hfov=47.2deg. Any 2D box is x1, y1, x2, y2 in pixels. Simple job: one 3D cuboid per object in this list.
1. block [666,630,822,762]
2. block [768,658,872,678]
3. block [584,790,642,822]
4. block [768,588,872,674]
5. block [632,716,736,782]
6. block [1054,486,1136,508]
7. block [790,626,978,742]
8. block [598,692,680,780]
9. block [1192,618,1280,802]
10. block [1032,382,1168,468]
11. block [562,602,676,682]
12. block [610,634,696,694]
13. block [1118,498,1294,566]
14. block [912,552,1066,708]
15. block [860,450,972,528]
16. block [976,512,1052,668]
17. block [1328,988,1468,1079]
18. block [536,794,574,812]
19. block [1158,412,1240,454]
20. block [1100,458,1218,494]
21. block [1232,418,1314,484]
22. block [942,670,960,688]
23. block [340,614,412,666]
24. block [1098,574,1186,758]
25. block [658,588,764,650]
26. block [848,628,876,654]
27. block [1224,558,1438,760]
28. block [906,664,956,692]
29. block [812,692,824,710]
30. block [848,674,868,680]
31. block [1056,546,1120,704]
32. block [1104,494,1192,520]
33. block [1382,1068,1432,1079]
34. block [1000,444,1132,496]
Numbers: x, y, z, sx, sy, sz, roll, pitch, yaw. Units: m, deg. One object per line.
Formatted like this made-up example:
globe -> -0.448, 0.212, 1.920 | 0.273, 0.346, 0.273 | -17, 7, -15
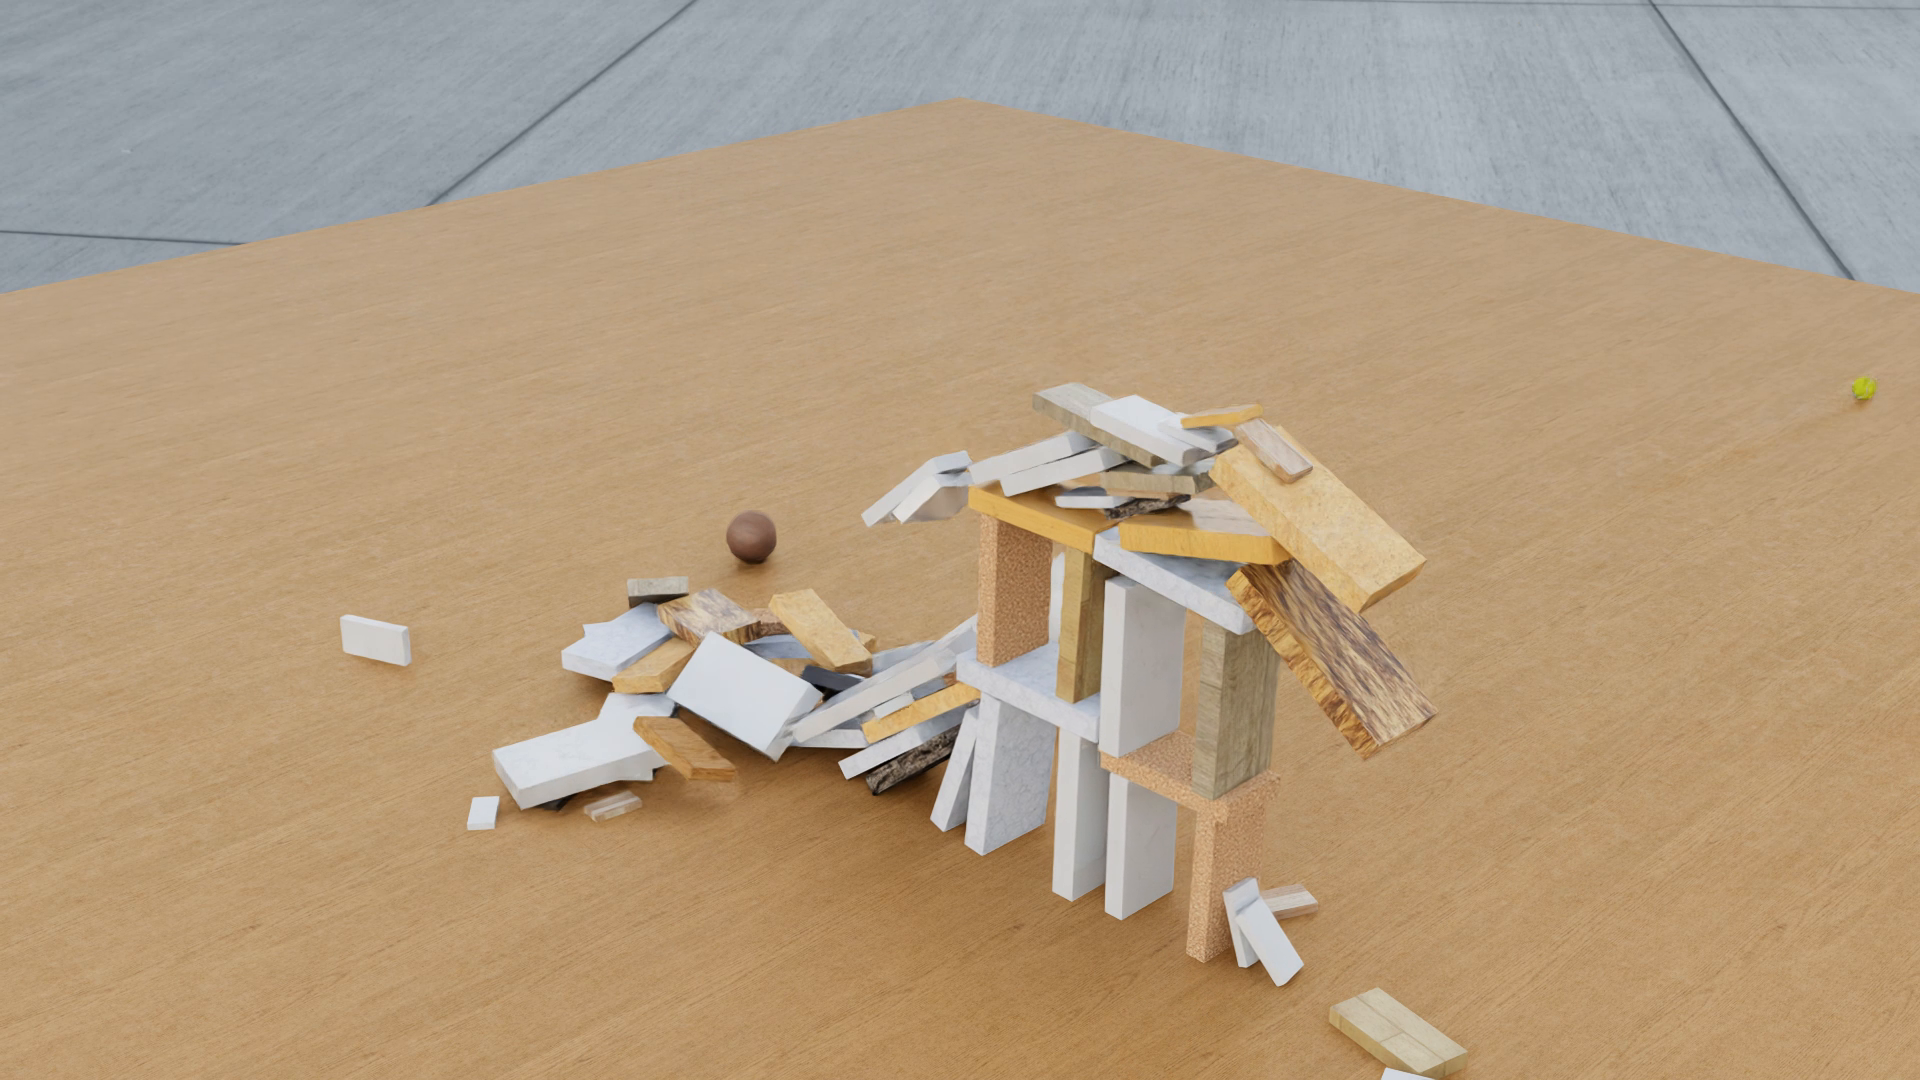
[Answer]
block -> -0.464, 0.331, 4.703 | 0.344, 0.049, 0.172 | 23, 75, 42
block -> -0.324, 0.286, 4.926 | 0.383, 0.040, 0.141 | -1, -4, -13
block -> -0.704, 0.541, 4.466 | 0.105, 0.015, 0.053 | -17, 28, -34
block -> -0.308, 0.203, 4.865 | 0.113, 0.032, 0.242 | -10, 46, -44
block -> -0.560, 0.423, 4.455 | 0.108, 0.031, 0.217 | 8, 19, -46
block -> 0.246, -0.077, 3.922 | 0.071, 0.020, 0.142 | -21, 15, -40
block -> -0.155, 0.296, 4.435 | 0.485, 0.037, 0.132 | -29, 5, 45
block -> -0.707, 0.420, 4.716 | 0.154, 0.044, 0.309 | 1, 23, 3
block -> 0.483, 0.270, 3.822 | 0.048, 0.337, 0.168 | 22, 31, 38
block -> 0.267, -0.205, 3.859 | 0.107, 0.030, 0.297 | -18, 34, -38
block -> -0.753, 0.232, 5.046 | 0.154, 0.044, 0.309 | 13, 26, 27
block -> -0.641, 0.268, 4.946 | 0.140, 0.040, 0.279 | -7, 18, 34
block -> 0.450, -0.017, 3.721 | 0.168, 0.048, 0.337 | -21, 18, -40
block -> 0.094, 0.219, 4.554 | 0.443, 0.172, 0.049 | -36, -15, 18
block -> -0.084, -0.098, 4.264 | 0.217, 0.031, 0.108 | -37, -13, 36
block -> 0.104, 0.074, 4.144 | 0.043, 0.307, 0.153 | 23, 32, 40
block -> 0.742, 0.843, 3.734 | 0.110, 0.031, 0.220 | -14, 27, -30
block -> -0.814, 0.515, 4.476 | 0.053, 0.015, 0.105 | 7, 28, 21
block -> 0.402, -0.181, 3.708 | 0.126, 0.018, 0.063 | 26, 34, 38
block -> 0.356, -0.113, 3.789 | 0.107, 0.030, 0.214 | -21, 18, -40
block -> 0.513, -0.147, 3.597 | 0.063, 0.018, 0.126 | -22, 57, -40
block -> 0.054, 0.247, 4.407 | 0.168, 0.024, 0.084 | -25, -3, 16
block -> -1.356, 0.232, 5.101 | 0.176, 0.088, 0.025 | 10, 25, 22
block -> 0.330, 0.210, 3.965 | 0.168, 0.337, 0.048 | -21, 31, -40
block -> -0.570, 0.184, 4.996 | 0.141, 0.040, 0.283 | -18, 22, -24
block -> -0.351, 0.236, 5.154 | 0.279, 0.040, 0.140 | 15, 27, 31
block -> 0.614, 0.178, 3.638 | 0.168, 0.048, 0.369 | -21, 67, -41
block -> -0.027, 0.257, 4.438 | 0.168, 0.024, 0.084 | -30, -3, 31
block -> -0.355, 0.357, 4.663 | 0.131, 0.019, 0.066 | -7, 58, 27
block -> -0.137, 0.357, 4.776 | 0.226, 0.113, 0.032 | 13, 60, 28
block -> 0.251, 0.133, 4.009 | 0.043, 0.307, 0.153 | 25, 33, 39
block -> 0.328, -0.063, 3.851 | 0.071, 0.020, 0.142 | -21, 7, -42
block -> 0.710, 0.933, 3.522 | 0.110, 0.031, 0.220 | 10, 25, 21
block -> 0.207, -0.135, 3.940 | 0.132, 0.037, 0.264 | -22, 5, -41
